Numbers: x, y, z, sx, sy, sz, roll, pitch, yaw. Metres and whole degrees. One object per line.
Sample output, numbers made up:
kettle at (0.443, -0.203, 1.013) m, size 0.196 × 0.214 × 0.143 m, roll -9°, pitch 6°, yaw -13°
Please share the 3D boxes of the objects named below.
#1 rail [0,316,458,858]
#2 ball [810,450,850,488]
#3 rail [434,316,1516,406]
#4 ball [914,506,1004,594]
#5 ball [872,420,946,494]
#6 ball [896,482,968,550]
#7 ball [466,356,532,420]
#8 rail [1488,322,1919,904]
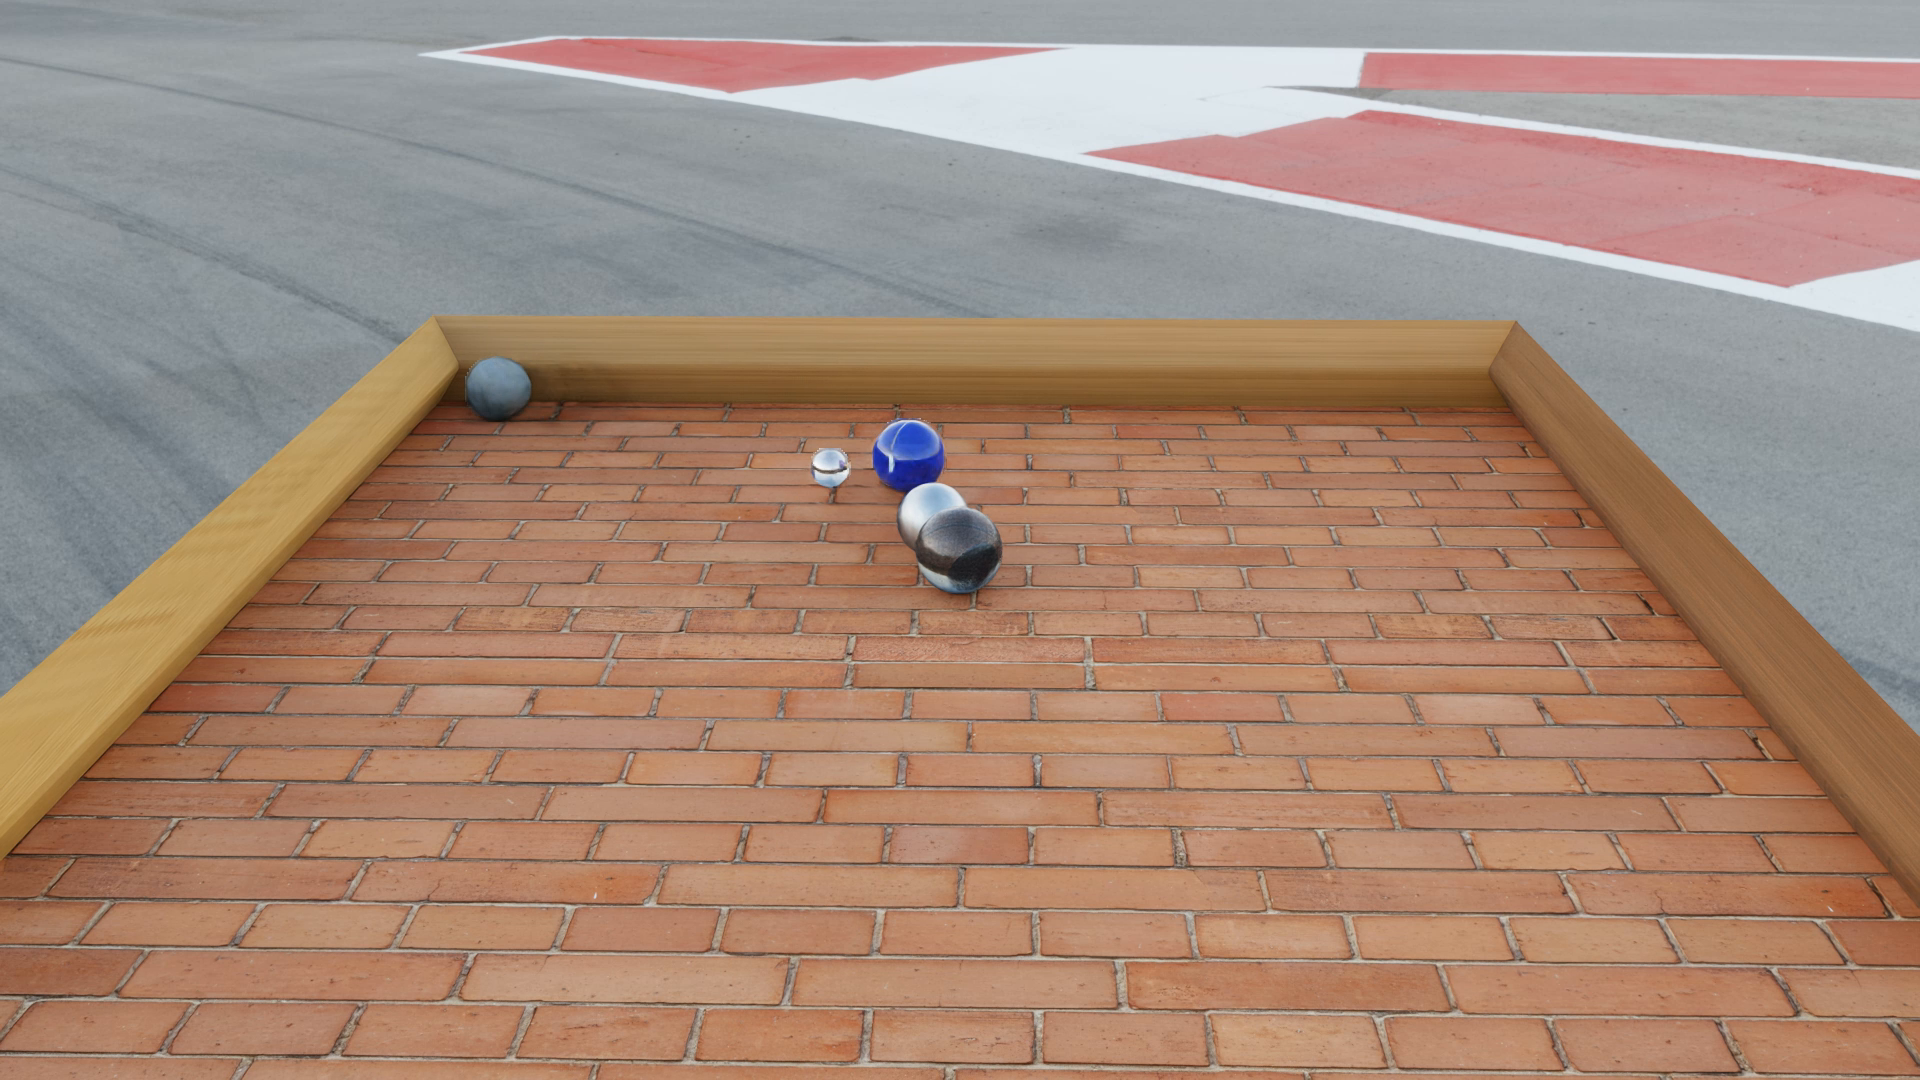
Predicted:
rail at (-0.788, 0.213, 1.821) m, size 0.045 × 0.129 × 3.033 m, roll 0°, pitch 19°, yaw 1°
ball at (-0.169, -0.093, 2.861) m, size 0.050 × 0.050 × 0.050 m, roll 0°, pitch 19°, yaw 0°
rail at (0.017, -0.256, 3.219) m, size 1.590 × 0.129 × 0.045 m, roll 0°, pitch 19°, yaw 1°
ball at (-0.001, 0.011, 2.471) m, size 0.099 × 0.099 × 0.099 m, roll 0°, pitch 19°, yaw 0°
ball at (-0.065, -0.108, 2.832) m, size 0.095 × 0.095 × 0.095 m, roll 0°, pitch 19°, yaw 0°
ball at (-0.031, -0.024, 2.595) m, size 0.088 × 0.088 × 0.088 m, roll 0°, pitch 19°, yaw 0°
ball at (-0.664, -0.218, 3.165) m, size 0.092 × 0.092 × 0.092 m, roll 0°, pitch 19°, yaw 0°
rail at (0.754, 0.224, 1.788) m, size 0.045 × 0.129 × 3.033 m, roll 0°, pitch 19°, yaw 1°
